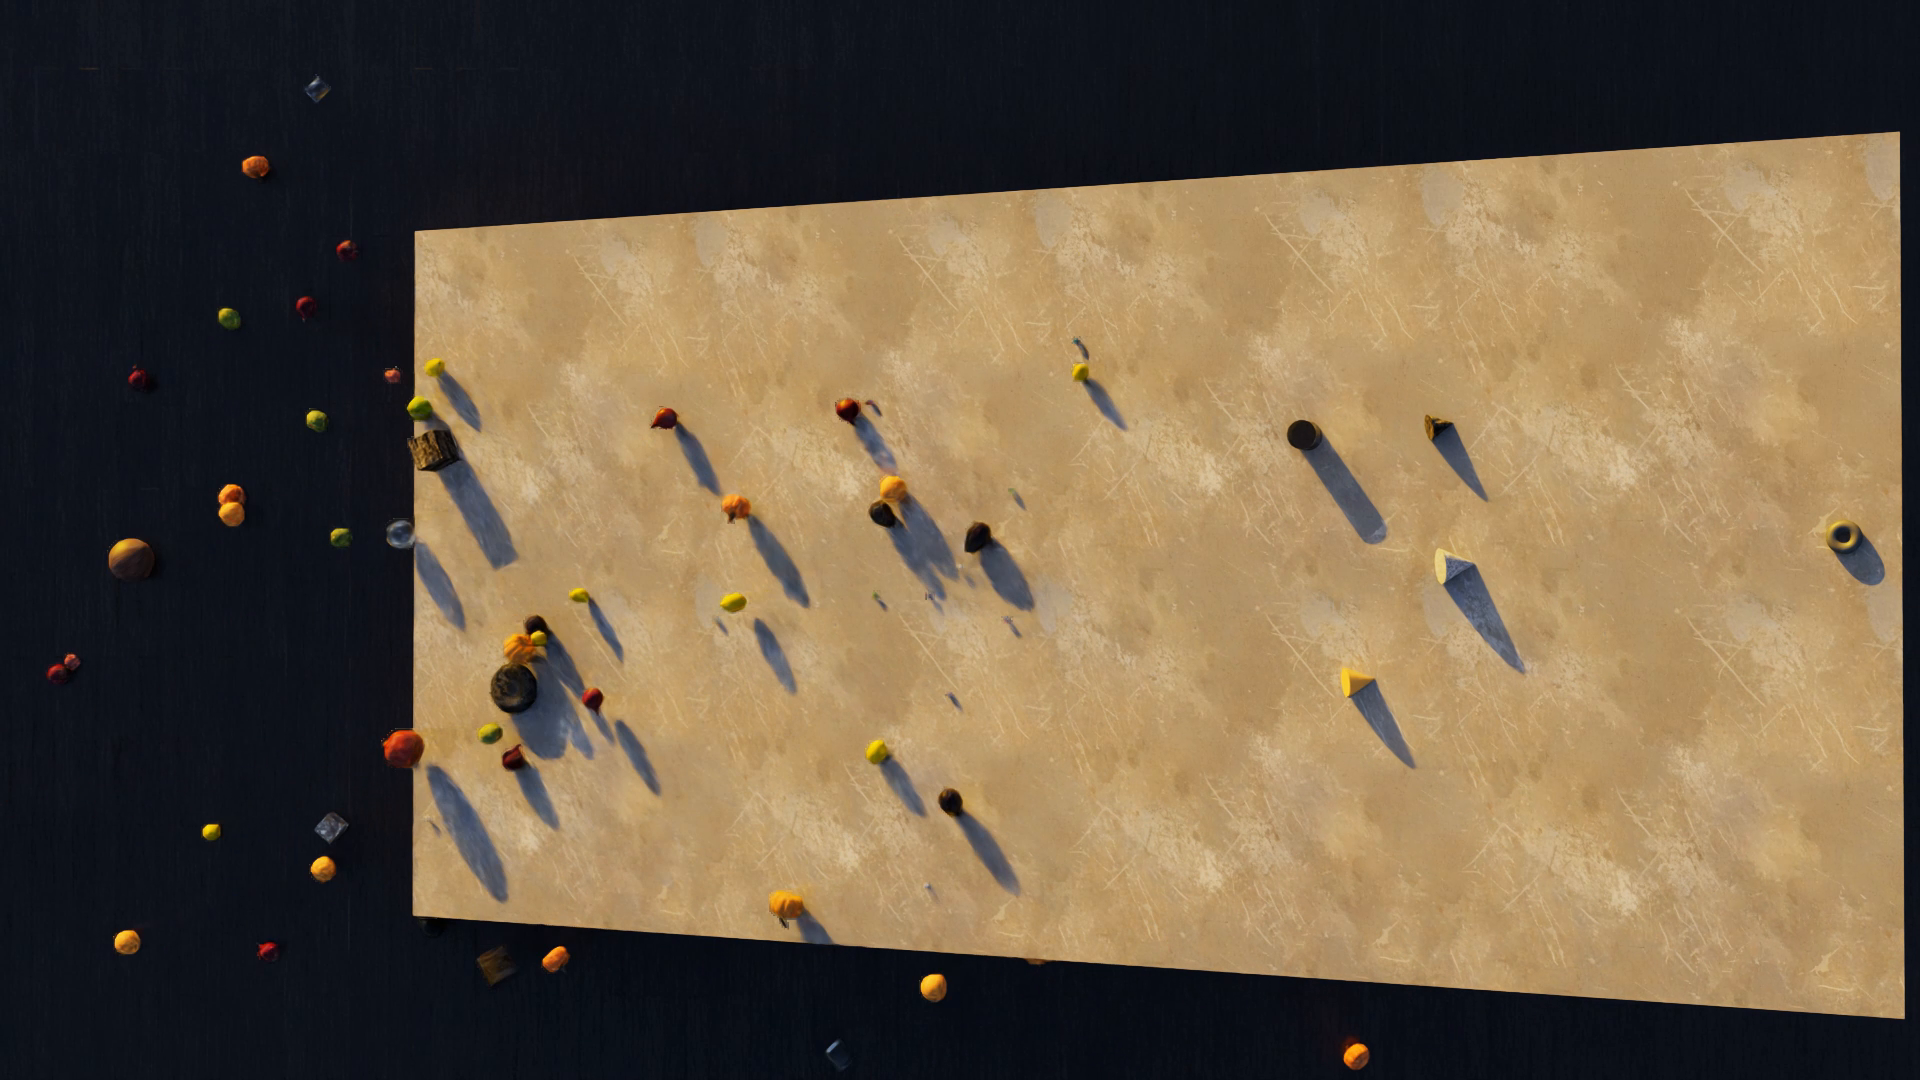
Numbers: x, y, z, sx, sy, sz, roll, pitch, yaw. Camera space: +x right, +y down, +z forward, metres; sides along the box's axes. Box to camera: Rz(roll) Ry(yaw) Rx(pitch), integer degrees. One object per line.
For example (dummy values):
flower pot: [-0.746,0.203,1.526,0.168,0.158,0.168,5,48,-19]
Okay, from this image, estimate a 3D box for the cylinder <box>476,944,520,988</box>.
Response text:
cylinder: [-1.320,1.217,6.286,0.090,0.090,0.090,-33,84,0]

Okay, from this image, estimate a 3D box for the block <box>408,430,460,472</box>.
block: [-1.520,-0.258,6.354,0.089,0.089,0.089,-24,81,20]

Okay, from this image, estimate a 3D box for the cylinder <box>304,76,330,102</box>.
cylinder: [-1.902,-1.332,6.506,0.054,0.054,0.054,44,80,1]

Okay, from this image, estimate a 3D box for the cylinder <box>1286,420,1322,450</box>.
cylinder: [0.851,-0.258,5.427,0.072,0.072,0.072,0,89,22]

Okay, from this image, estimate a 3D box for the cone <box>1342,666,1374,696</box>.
cone: [0.981,0.343,5.389,0.074,0.074,0.074,-6,89,-5]

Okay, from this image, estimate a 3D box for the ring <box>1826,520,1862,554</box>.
ring: [2.007,-0.007,4.992,0.078,0.026,0.078,-1,89,23]

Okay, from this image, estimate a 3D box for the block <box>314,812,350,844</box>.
block: [-1.851,0.847,6.479,0.063,0.063,0.063,40,89,0]

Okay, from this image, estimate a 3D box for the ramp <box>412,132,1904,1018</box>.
ramp: [0.282,0.087,5.739,4.000,0.100,2.000,0,89,22]

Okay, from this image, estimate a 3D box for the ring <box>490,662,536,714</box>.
ring: [-1.272,0.423,6.269,0.147,0.049,0.147,0,91,22]

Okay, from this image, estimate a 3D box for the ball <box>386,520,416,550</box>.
ball: [-1.627,-0.016,6.396,0.085,0.085,0.085,0,89,0]

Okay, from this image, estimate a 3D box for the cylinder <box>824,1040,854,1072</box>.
cylinder: [-0.355,1.514,6.461,0.066,0.066,0.066,-43,96,0]
